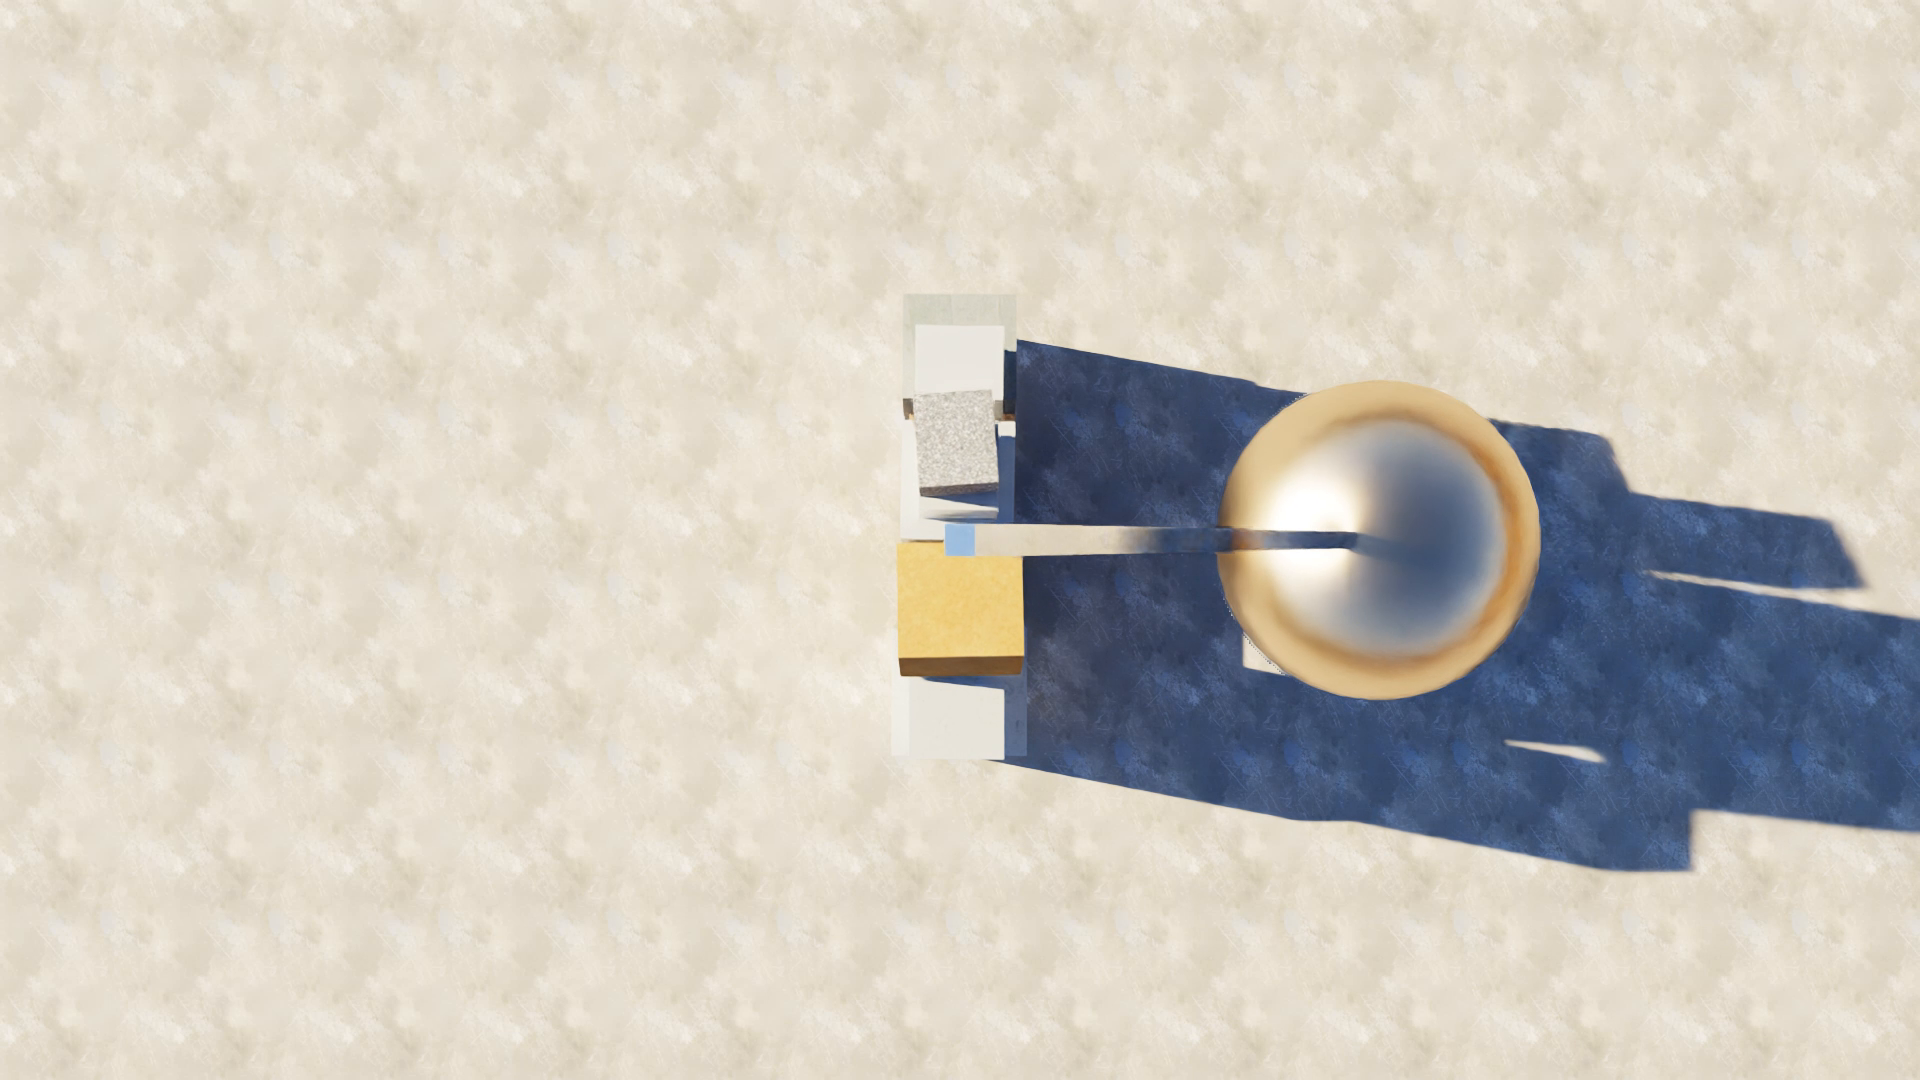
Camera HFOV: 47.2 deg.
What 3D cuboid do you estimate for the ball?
[{"bbox_3d":[2.074,0.000,10.959,1.600,1.600,1.600,0,90,0],"label":"ball"}]

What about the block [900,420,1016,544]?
[{"bbox_3d":[-0.010,-0.276,11.447,0.572,0.644,0.606,1,85,0],"label":"block"}]

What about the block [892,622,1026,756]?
[{"bbox_3d":[-0.003,0.844,12.595,0.749,0.810,0.706,0,90,0],"label":"block"}]

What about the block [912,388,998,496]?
[{"bbox_3d":[-0.021,-0.463,10.552,0.376,0.383,0.443,-4,85,0],"label":"block"}]

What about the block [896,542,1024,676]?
[{"bbox_3d":[-0.001,0.363,11.352,0.633,0.575,0.588,-1,77,0],"label":"block"}]

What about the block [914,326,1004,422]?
[{"bbox_3d":[-0.003,-0.868,11.498,0.455,0.435,0.397,0,79,0],"label":"block"}]

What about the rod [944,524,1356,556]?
[{"bbox_3d":[0.899,0.000,7.769,0.080,5.200,0.080,0,90,20],"label":"rod"}]

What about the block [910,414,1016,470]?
[{"bbox_3d":[0.011,-0.364,12.084,0.567,0.604,0.579,0,86,0],"label":"block"}]

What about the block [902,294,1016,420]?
[{"bbox_3d":[-0.002,-0.976,12.105,0.608,0.711,0.578,0,80,0],"label":"block"}]

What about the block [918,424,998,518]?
[{"bbox_3d":[-0.009,-0.342,10.932,0.391,0.395,0.425,0,85,0],"label":"block"}]

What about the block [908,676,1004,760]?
[{"bbox_3d":[-0.019,0.883,11.896,0.505,0.589,0.548,0,90,0],"label":"block"}]
